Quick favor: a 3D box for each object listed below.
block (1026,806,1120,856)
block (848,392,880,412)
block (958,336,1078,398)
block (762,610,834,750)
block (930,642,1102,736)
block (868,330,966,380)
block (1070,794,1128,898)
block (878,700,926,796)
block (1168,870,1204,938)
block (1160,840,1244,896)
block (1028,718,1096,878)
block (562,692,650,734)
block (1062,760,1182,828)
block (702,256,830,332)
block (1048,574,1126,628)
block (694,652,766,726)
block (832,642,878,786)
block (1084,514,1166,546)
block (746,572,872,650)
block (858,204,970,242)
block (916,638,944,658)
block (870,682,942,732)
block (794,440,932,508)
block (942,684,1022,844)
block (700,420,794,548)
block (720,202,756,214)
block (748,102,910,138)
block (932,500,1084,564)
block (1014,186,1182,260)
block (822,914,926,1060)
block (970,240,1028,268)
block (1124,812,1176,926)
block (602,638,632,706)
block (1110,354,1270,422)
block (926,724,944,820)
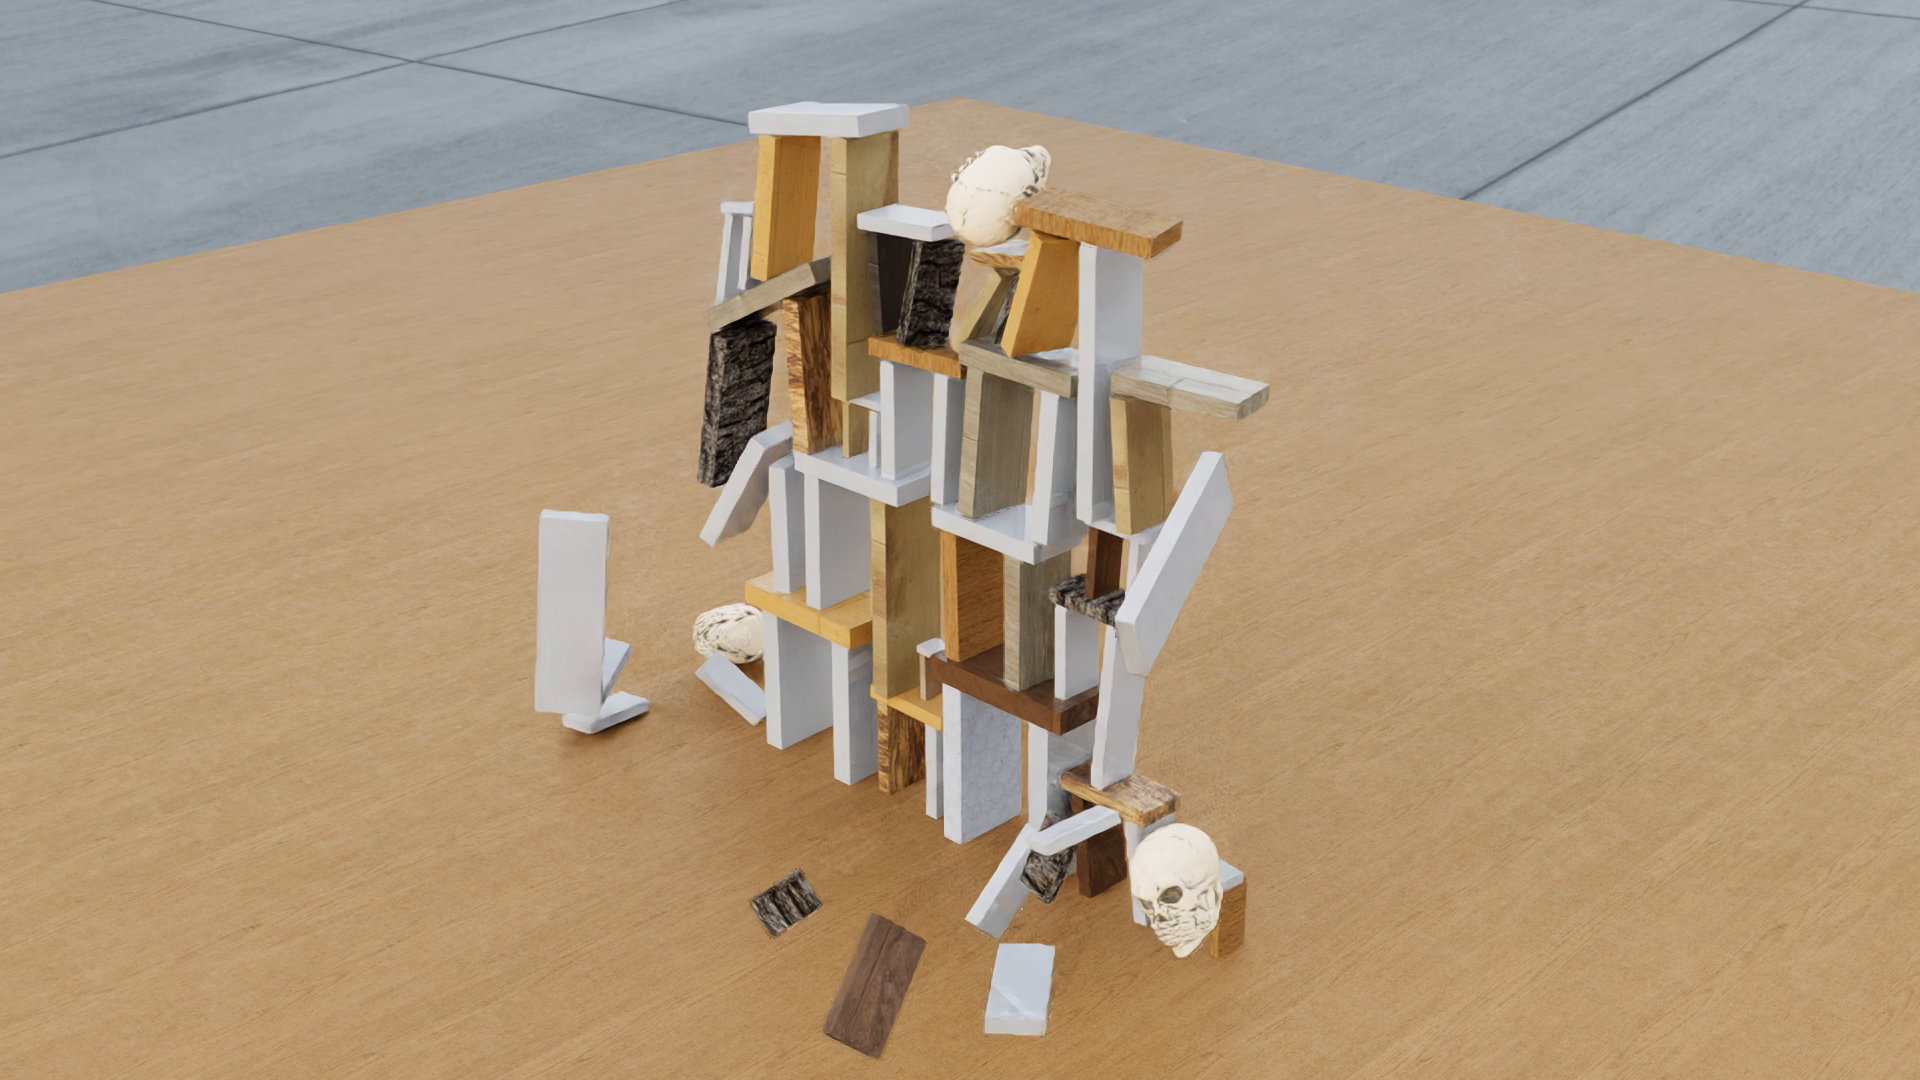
[{"bbox_3d":[0.170,0.434,3.288,0.128,0.018,0.064,-22,11,-21],"label":"block"},{"bbox_3d":[-0.175,-0.277,4.288,0.115,0.016,0.058,19,28,38],"label":"block"},{"bbox_3d":[0.145,-0.317,3.948,0.140,0.040,0.281,-16,27,-41],"label":"block"},{"bbox_3d":[-0.343,0.269,4.709,0.046,0.327,0.163,20,30,39],"label":"block"},{"bbox_3d":[0.123,0.267,4.194,0.171,0.048,0.341,-22,31,-40],"label":"block"},{"bbox_3d":[-0.046,-0.353,4.129,0.236,0.033,0.118,18,26,39],"label":"block"},{"bbox_3d":[0.264,0.562,4.168,0.103,0.207,0.029,-21,23,-40],"label":"block"},{"bbox_3d":[-0.120,0.410,4.526,0.104,0.209,0.030,-21,31,-40],"label":"block"},{"bbox_3d":[0.417,0.651,4.042,0.020,0.144,0.072,22,31,40],"label":"block"},{"bbox_3d":[0.435,0.592,3.971,0.072,0.020,0.144,-17,28,-34],"label":"block"},{"bbox_3d":[0.206,0.478,4.198,0.048,0.341,0.171,21,31,41],"label":"block"},{"bbox_3d":[-0.774,0.378,4.813,0.087,0.025,0.175,12,21,36],"label":"block"},{"bbox_3d":[0.299,0.466,4.089,0.104,0.029,0.207,-21,31,-40],"label":"block"},{"bbox_3d":[-0.351,-0.493,4.364,0.309,0.044,0.154,-18,4,39],"label":"block"},{"bbox_3d":[0.260,0.112,3.982,0.093,0.026,0.186,-21,31,-41],"label":"block"},{"bbox_3d":[-0.493,0.326,4.834,0.175,0.025,0.087,41,30,2],"label":"block"},{"bbox_3d":[-0.189,0.330,4.566,0.046,0.327,0.163,20,30,38],"label":"block"},{"bbox_3d":[0.296,-0.028,3.888,0.071,0.020,0.141,-21,31,-40],"label":"block"},{"bbox_3d":[-0.277,0.131,4.556,0.163,0.046,0.327,-21,31,-40],"label":"block"},{"bbox_3d":[-0.086,-0.585,4.059,0.196,0.028,0.098,17,29,42],"label":"block"},{"bbox_3d":[-0.033,0.223,4.348,0.050,0.014,0.101,-22,31,-38],"label":"block"},{"bbox_3d":[-0.072,0.320,4.433,0.104,0.030,0.209,-21,30,-40],"label":"block"},{"bbox_3d":[-0.176,-0.141,4.341,0.291,0.041,0.145,21,30,39],"label":"block"},{"bbox_3d":[0.045,0.415,4.345,0.048,0.341,0.171,21,31,41],"label":"block"},{"bbox_3d":[-0.435,-0.116,4.568,0.039,0.275,0.138,39,32,13],"label":"block"},{"bbox_3d":[-0.414,-0.665,4.403,0.072,0.021,0.145,-7,12,-32],"label":"block"},{"bbox_3d":[-0.250,-0.797,4.168,0.284,0.040,0.142,11,23,39],"label":"block"},{"bbox_3d":[0.087,-0.027,4.098,0.132,0.037,0.265,-22,31,-40],"label":"block"},{"bbox_3d":[0.234,-0.538,3.722,0.252,0.036,0.126,18,30,23],"label":"block"},{"bbox_3d":[-0.131,0.688,3.392,0.098,0.195,0.028,34,-23,-27],"label":"block"},{"bbox_3d":[0.103,-0.506,3.892,0.082,0.023,0.165,-23,23,-32],"label":"block"},{"bbox_3d":[0.359,0.600,4.079,0.103,0.207,0.029,-21,21,-40],"label":"block"},{"bbox_3d":[-0.790,0.293,4.779,0.087,0.025,0.175,12,57,20],"label":"block"},{"bbox_3d":[0.391,-0.260,3.749,0.240,0.034,0.120,17,28,28],"label":"block"},{"bbox_3d":[-0.021,0.449,4.436,0.030,0.209,0.104,21,31,41],"label":"block"}]
